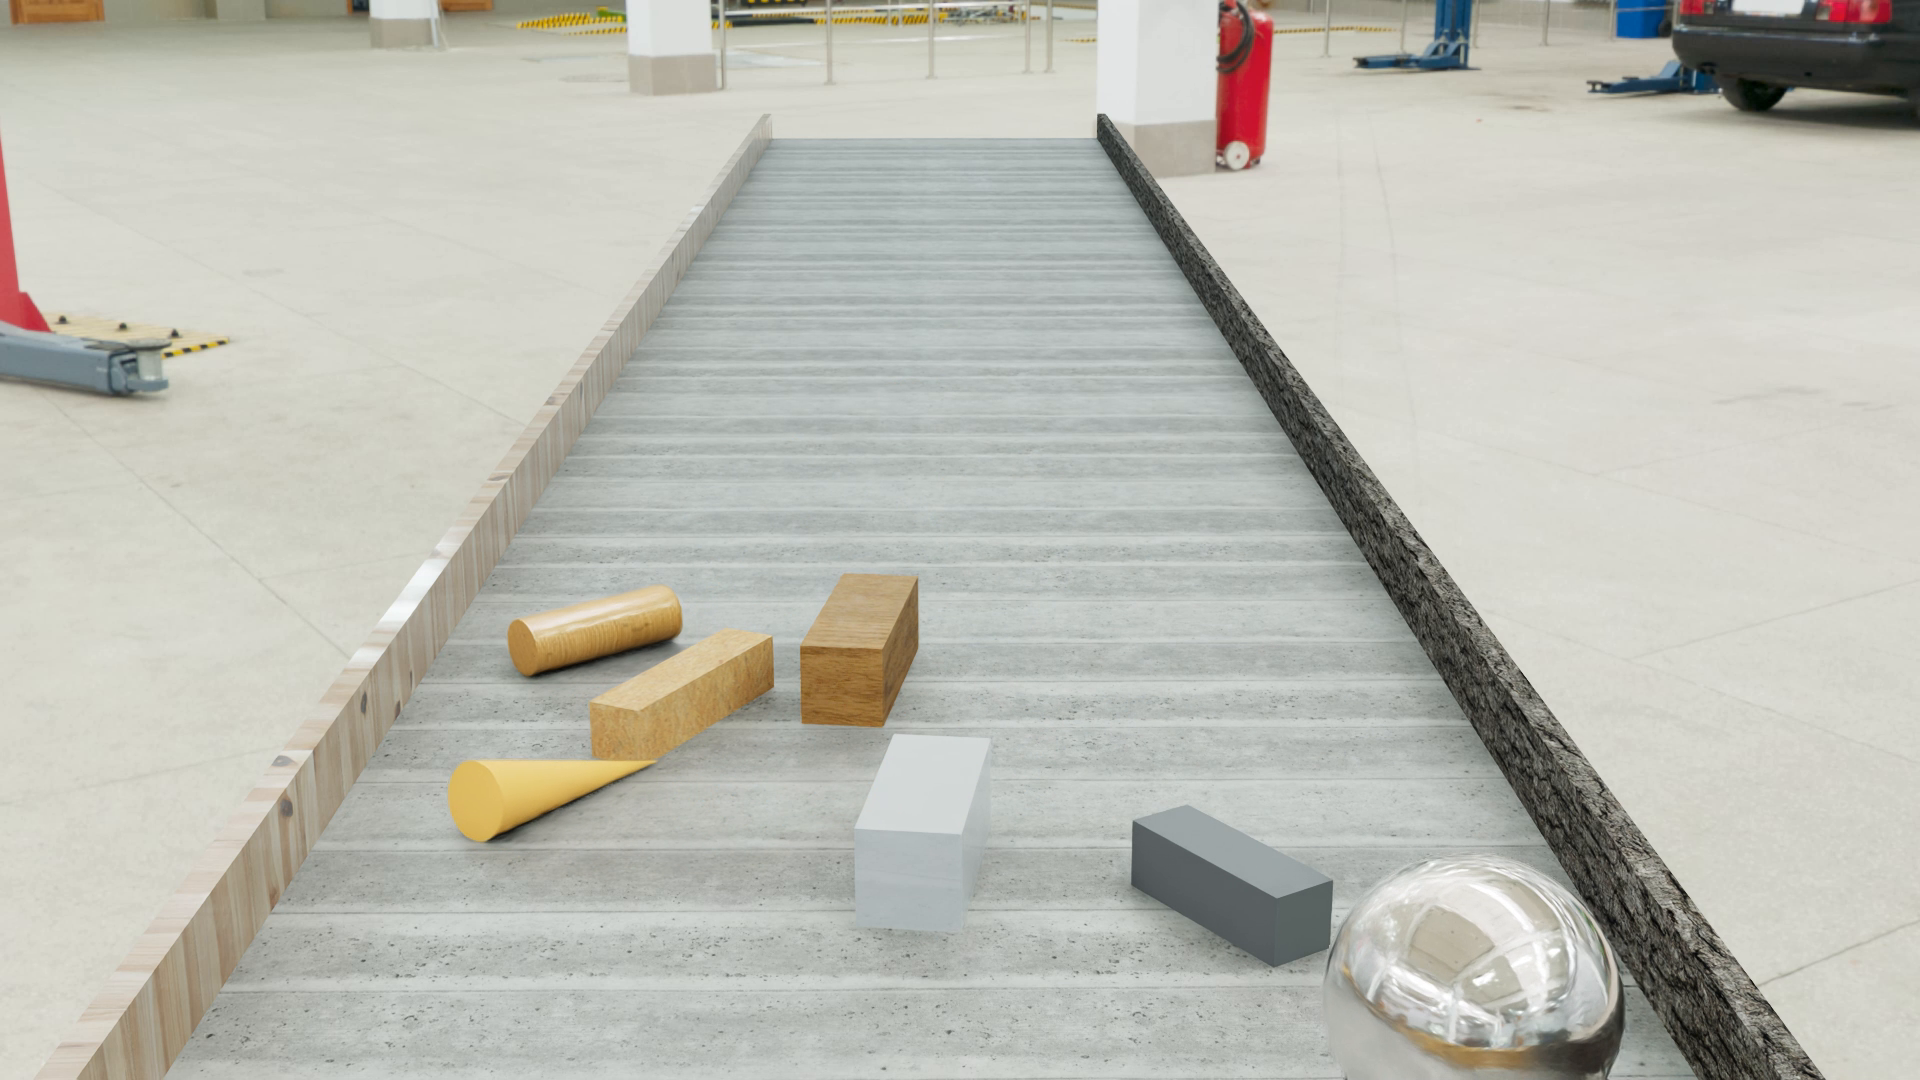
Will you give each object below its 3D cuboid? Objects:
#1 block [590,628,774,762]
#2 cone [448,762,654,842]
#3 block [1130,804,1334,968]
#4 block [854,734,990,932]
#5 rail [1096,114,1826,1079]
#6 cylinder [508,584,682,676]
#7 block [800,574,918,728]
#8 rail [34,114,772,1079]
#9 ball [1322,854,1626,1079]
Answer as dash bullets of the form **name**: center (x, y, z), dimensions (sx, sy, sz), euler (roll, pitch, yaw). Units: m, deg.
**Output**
- **block**: center (-0.509, 0.286, 4.081), dimensions (0.105, 0.105, 0.451), euler (8, 18, 25)
- **cone**: center (-0.661, 0.409, 3.738), dimensions (0.132, 0.132, 0.420), euler (12, 12, 35)
- **block**: center (0.404, 0.515, 3.305), dimensions (0.109, 0.109, 0.330), euler (-11, 20, -33)
- **block**: center (-0.053, 0.450, 3.433), dimensions (0.159, 0.159, 0.380), euler (2, 17, 7)
- **rail**: center (0.932, -0.844, 7.801), dimensions (0.050, 0.150, 12.000), euler (0, 17, -1)
- **cylinder**: center (-0.731, 0.180, 4.421), dimensions (0.340, 0.114, 0.114), euler (-14, 22, -39)
- **block**: center (-0.189, 0.207, 4.262), dimensions (0.153, 0.153, 0.448), euler (2, 17, 7)
- **rail**: center (-1.118, -0.838, 7.780), dimensions (0.050, 0.150, 12.000), euler (0, 17, -1)
- **ball**: center (0.627, 0.565, 2.694), dimensions (0.360, 0.360, 0.360), euler (0, 17, 0)
